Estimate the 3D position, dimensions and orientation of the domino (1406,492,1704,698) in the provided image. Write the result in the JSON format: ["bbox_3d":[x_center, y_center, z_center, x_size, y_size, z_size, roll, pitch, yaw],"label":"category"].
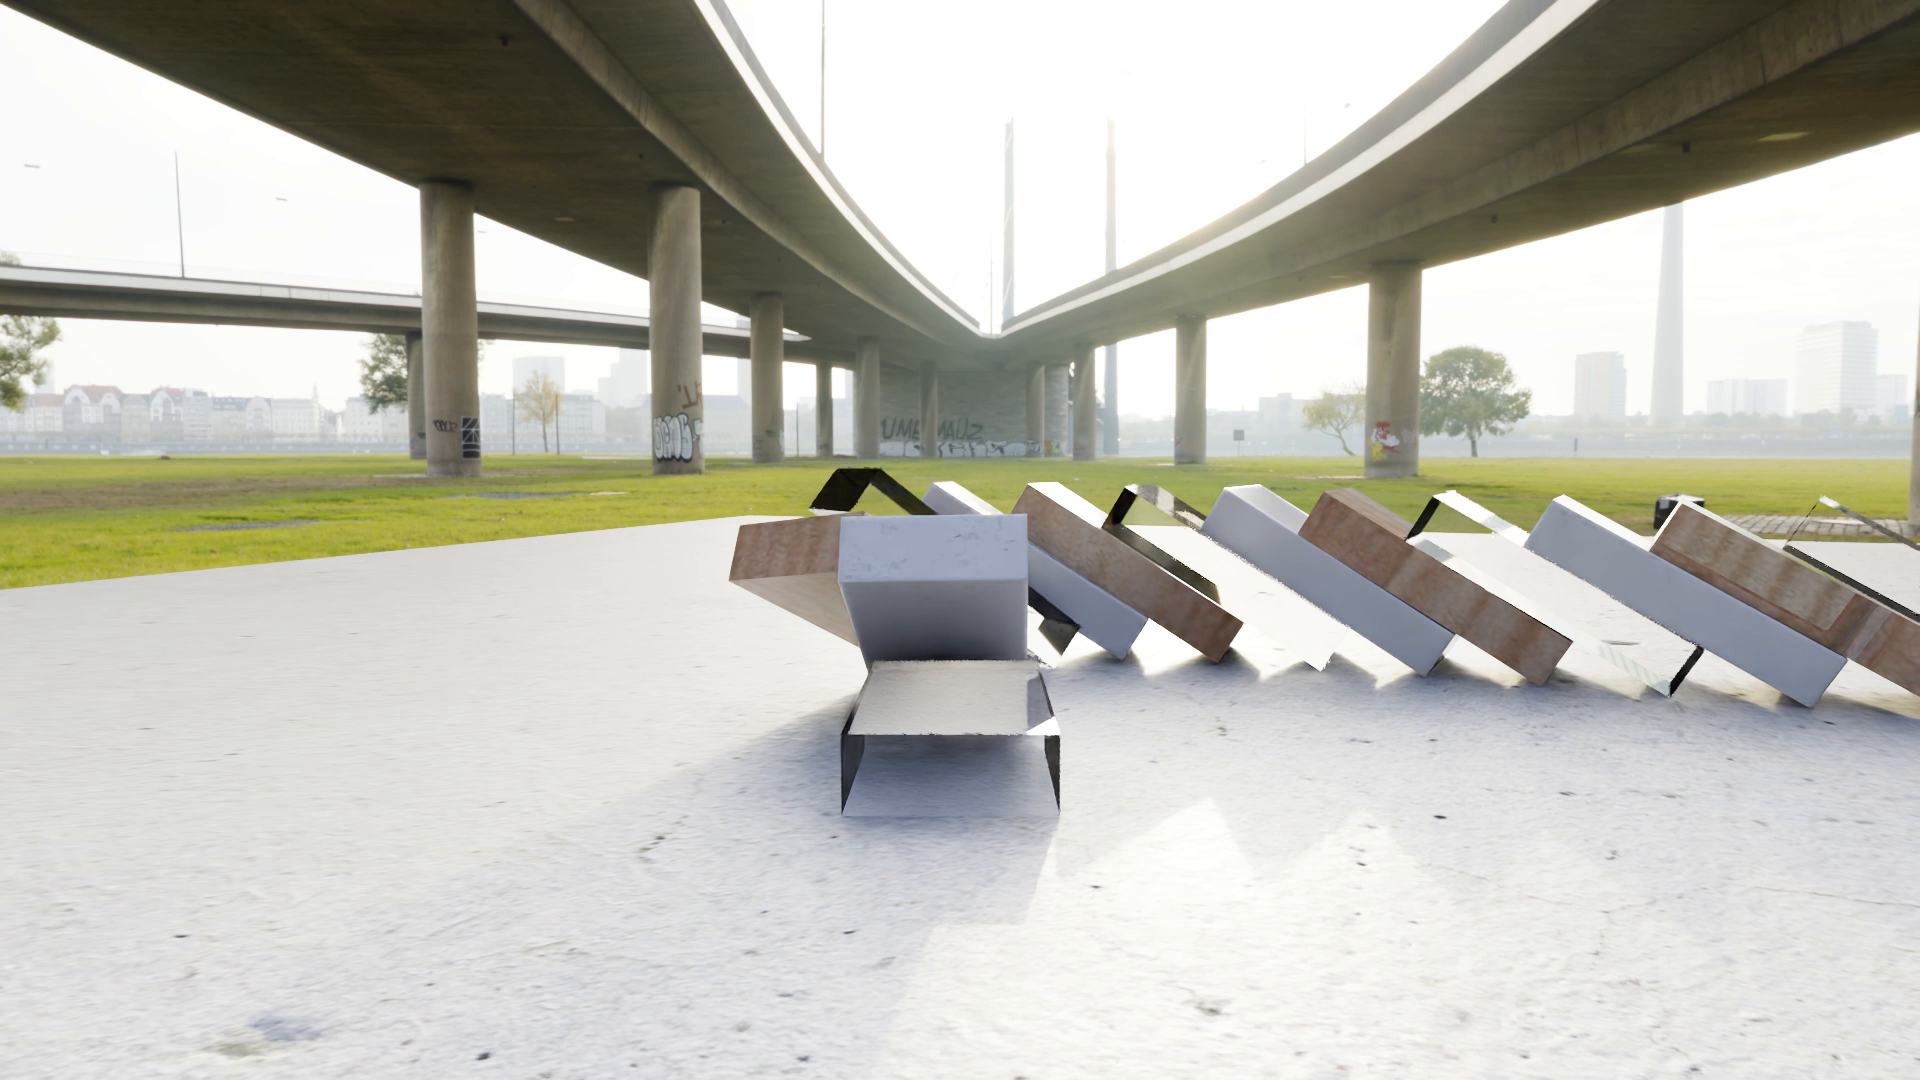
[{"bbox_3d":[0.108,0.008,0.234,0.050,0.010,0.025,35,19,22],"label":"domino"}]

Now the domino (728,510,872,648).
[{"bbox_3d":[-0.012,0.010,0.216,0.025,0.009,0.050,-5,-24,32],"label":"domino"}]

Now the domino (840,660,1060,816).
[{"bbox_3d":[-0.001,0.025,0.171,0.025,0.009,0.050,0,4,1],"label":"domino"}]

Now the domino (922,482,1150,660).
[{"bbox_3d":[0.015,0.005,0.263,0.050,0.009,0.025,33,7,6],"label":"domino"}]

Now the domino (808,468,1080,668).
[{"bbox_3d":[-0.003,0.005,0.244,0.050,0.009,0.025,38,-12,-20],"label":"domino"}]

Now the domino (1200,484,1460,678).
[{"bbox_3d":[0.074,0.007,0.252,0.050,0.009,0.025,36,20,22],"label":"domino"}]

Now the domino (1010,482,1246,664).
[{"bbox_3d":[0.035,0.006,0.262,0.050,0.010,0.025,34,12,13],"label":"domino"}]

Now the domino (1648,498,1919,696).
[{"bbox_3d":[0.144,0.010,0.217,0.050,0.010,0.025,34,19,23],"label":"domino"}]

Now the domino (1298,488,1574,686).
[{"bbox_3d":[0.091,0.008,0.243,0.050,0.009,0.025,35,19,22],"label":"domino"}]

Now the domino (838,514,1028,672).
[{"bbox_3d":[-0.002,0.012,0.192,0.025,0.009,0.050,-1,-25,2],"label":"domino"}]

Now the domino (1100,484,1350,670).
[{"bbox_3d":[0.055,0.006,0.258,0.050,0.010,0.025,34,15,16],"label":"domino"}]

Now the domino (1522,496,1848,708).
[{"bbox_3d":[0.126,0.009,0.225,0.050,0.010,0.025,34,19,23],"label":"domino"}]

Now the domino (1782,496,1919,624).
[{"bbox_3d":[0.162,0.010,0.208,0.050,0.009,0.025,37,23,28],"label":"domino"}]
